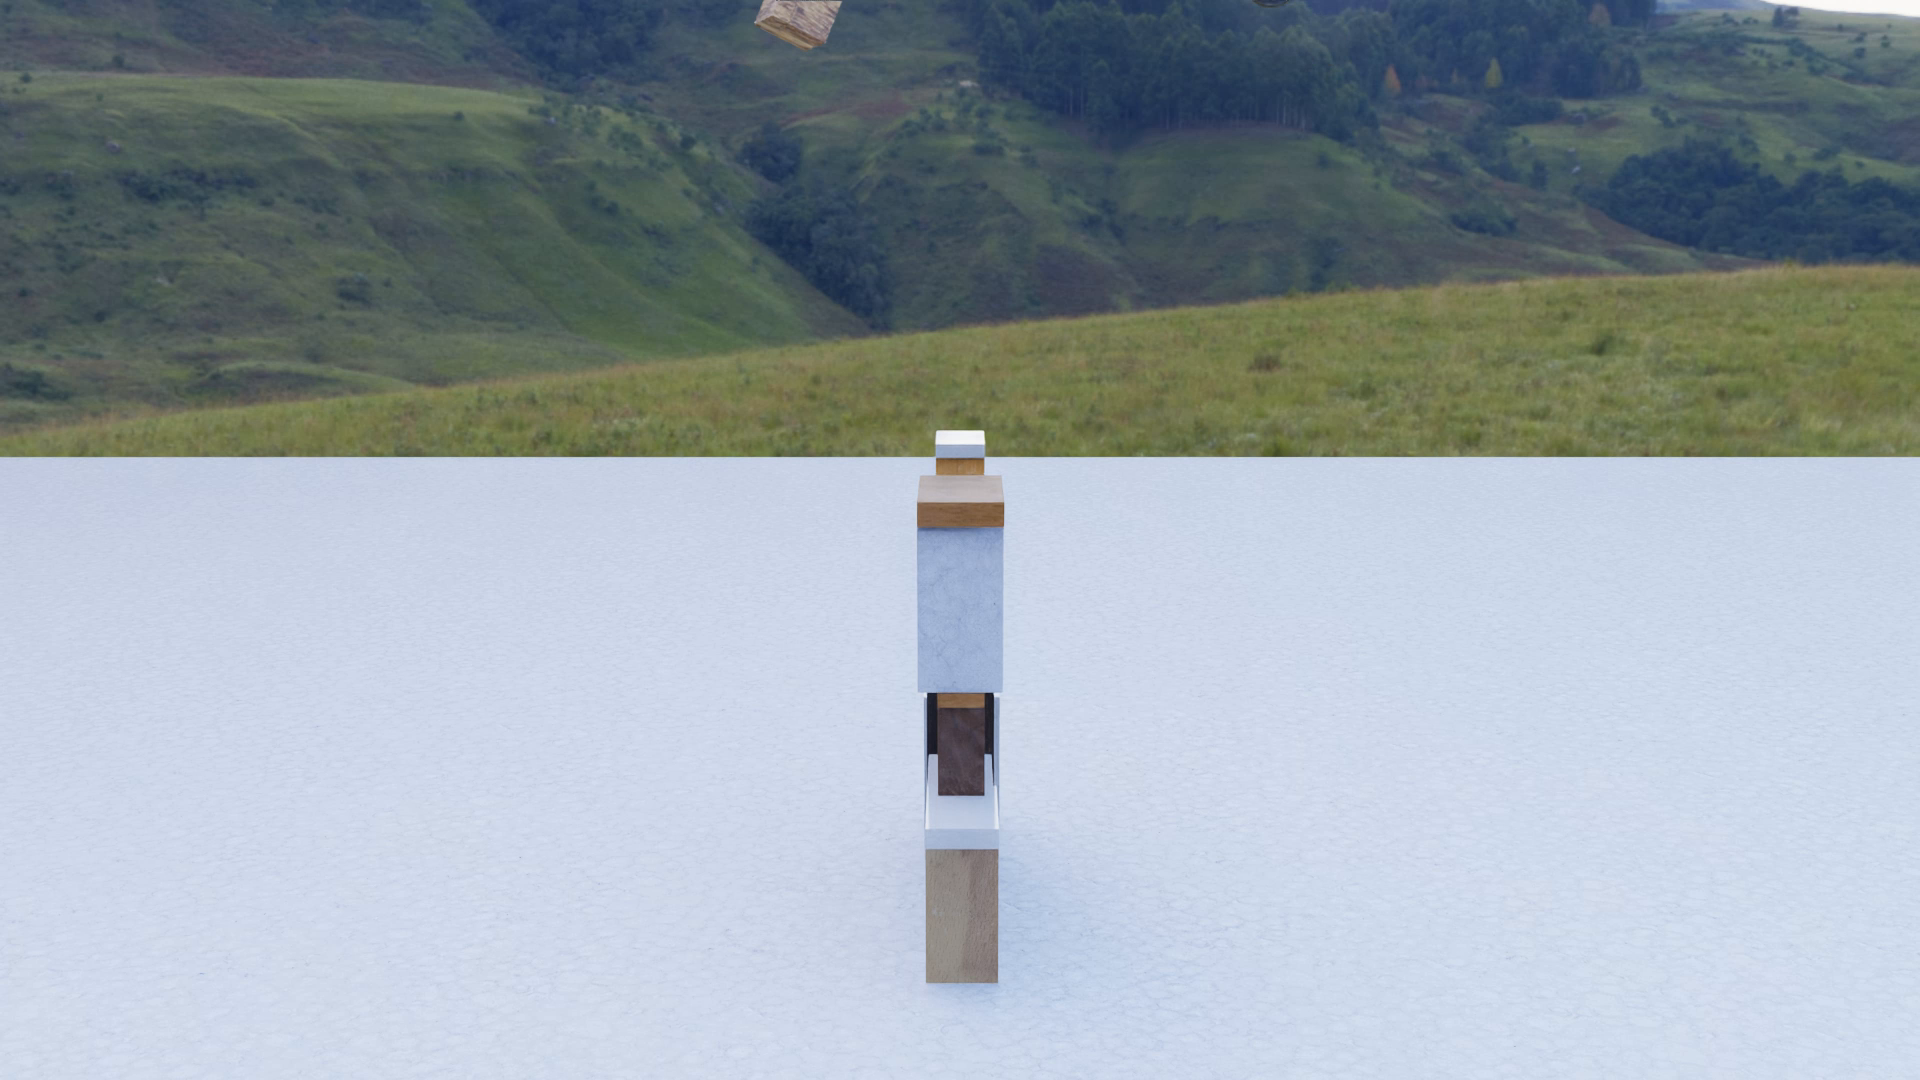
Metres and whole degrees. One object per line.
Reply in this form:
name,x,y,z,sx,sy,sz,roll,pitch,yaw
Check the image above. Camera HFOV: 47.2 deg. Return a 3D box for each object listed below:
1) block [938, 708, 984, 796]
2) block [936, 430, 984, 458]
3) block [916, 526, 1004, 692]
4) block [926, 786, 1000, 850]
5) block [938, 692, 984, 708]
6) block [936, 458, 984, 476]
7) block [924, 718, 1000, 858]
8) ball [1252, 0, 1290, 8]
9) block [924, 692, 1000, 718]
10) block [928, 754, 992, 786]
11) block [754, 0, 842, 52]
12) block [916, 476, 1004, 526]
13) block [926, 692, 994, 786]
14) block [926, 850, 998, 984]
block,0.002,0.321,3.377,0.072,0.143,0.020,0,11,0
block,0.000,-0.163,3.727,0.082,0.023,0.164,0,11,0
block,0.001,0.101,3.344,0.131,0.261,0.037,0,11,0
block,0.003,0.418,3.327,0.108,0.031,0.216,0,11,0
block,0.002,0.232,3.409,0.072,0.020,0.143,0,11,0
block,0.000,-0.061,3.690,0.082,0.164,0.023,0,10,0
block,0.003,0.426,3.838,0.130,0.261,0.037,0,11,0
ball,0.801,-1.448,5.651,0.155,0.155,0.155,0,11,0
block,0.003,0.263,3.897,0.130,0.037,0.261,0,11,0
block,0.000,0.388,3.542,0.103,0.029,0.207,0,11,0
block,-0.419,-1.396,5.758,0.156,0.156,0.156,23,-6,-23
block,0.001,-0.062,3.402,0.130,0.037,0.261,0,11,0
block,0.001,0.248,3.682,0.112,0.376,0.032,0,11,0
block,0.003,0.553,3.279,0.108,0.216,0.031,0,11,0
